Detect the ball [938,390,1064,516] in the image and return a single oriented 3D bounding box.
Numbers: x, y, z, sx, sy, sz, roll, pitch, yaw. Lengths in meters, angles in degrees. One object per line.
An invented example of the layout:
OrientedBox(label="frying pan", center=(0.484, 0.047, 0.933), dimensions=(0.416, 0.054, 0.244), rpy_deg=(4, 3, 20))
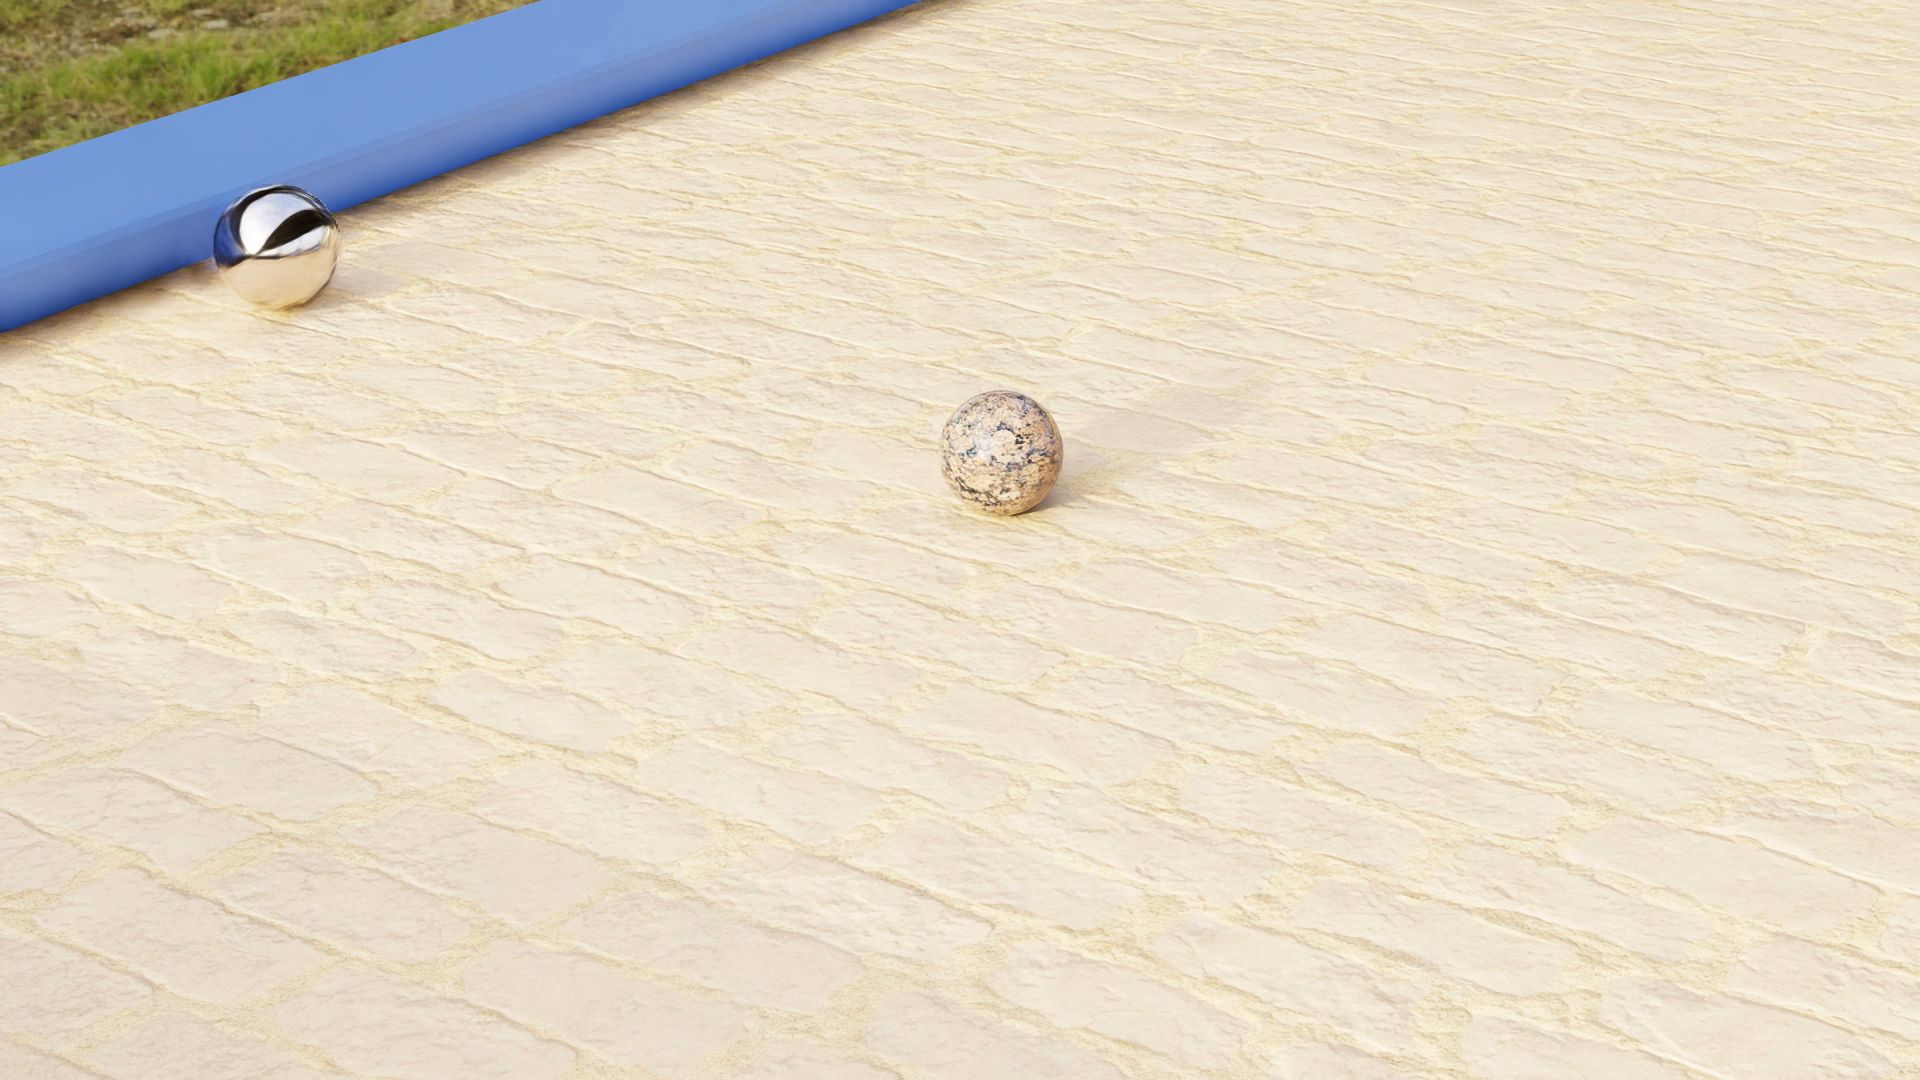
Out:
OrientedBox(label="ball", center=(0.028, -0.059, 1.982), dimensions=(0.085, 0.085, 0.085), rpy_deg=(0, 24, 0))

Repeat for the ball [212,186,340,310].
OrientedBox(label="ball", center=(-0.547, -0.234, 2.352), dimensions=(0.098, 0.098, 0.098), rpy_deg=(0, 24, 0))

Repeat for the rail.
OrientedBox(label="rail", center=(-0.243, -0.522, 2.948), dimensions=(0.045, 0.128, 3.505), rpy_deg=(15, 29, 30))
